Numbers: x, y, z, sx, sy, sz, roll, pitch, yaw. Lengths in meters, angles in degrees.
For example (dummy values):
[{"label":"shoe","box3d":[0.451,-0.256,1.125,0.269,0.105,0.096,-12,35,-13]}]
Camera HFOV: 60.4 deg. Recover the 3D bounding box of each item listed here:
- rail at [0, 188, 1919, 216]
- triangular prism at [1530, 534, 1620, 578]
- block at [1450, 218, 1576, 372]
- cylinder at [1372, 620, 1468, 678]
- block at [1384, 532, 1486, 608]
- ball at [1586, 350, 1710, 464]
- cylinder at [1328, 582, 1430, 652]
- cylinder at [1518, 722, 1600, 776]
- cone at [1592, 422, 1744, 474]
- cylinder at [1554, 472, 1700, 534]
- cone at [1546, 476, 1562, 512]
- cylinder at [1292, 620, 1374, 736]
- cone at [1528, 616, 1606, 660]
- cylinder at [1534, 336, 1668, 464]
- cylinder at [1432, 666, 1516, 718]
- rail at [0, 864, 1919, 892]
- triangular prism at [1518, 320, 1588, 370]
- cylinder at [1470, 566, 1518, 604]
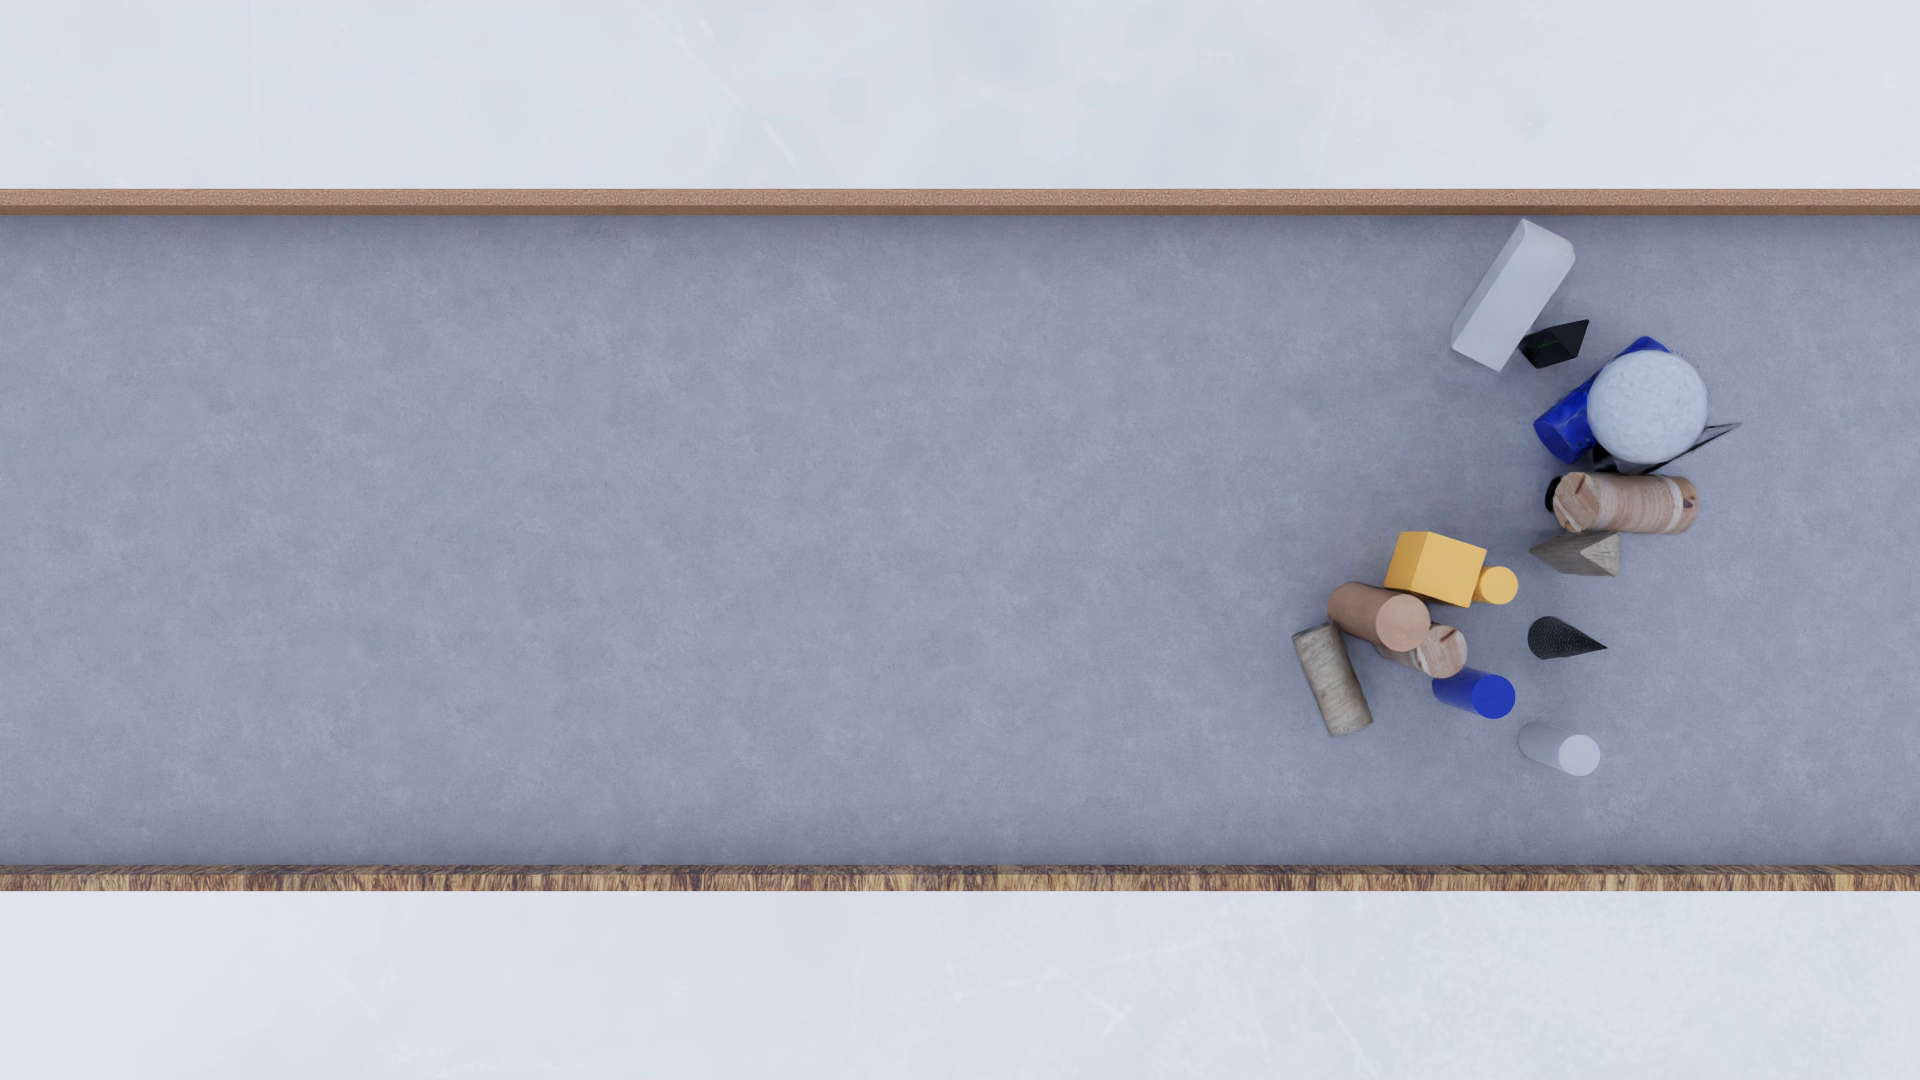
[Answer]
[{"label":"rail","box3d":[-2.247,-1.025,5.002,12.000,0.150,0.050,0,90,0]},{"label":"triangular prism","box3d":[1.836,0.025,4.871,0.125,0.411,0.108,34,90,0]},{"label":"block","box3d":[1.638,-0.726,4.903,0.161,0.161,0.395,27,122,0]},{"label":"cylinder","box3d":[1.361,0.308,4.897,0.153,0.340,0.153,-1,94,-7]},{"label":"block","box3d":[1.414,0.086,4.925,0.178,0.303,0.178,18,90,0]},{"label":"ball","box3d":[1.975,-0.381,4.739,0.330,0.330,0.330,0,90,0]},{"label":"cylinder","box3d":[1.231,0.222,4.872,0.163,0.388,0.163,-1,94,-8]},{"label":"cylinder","box3d":[1.780,0.618,4.908,0.119,0.337,0.119,0,90,0]},{"label":"cone","box3d":[2.106,-0.281,4.862,0.161,0.431,0.161,14,67,-35]},{"label":"cylinder","box3d":[1.968,-0.108,4.870,0.402,0.176,0.176,1,90,-26]},{"label":"cone","box3d":[1.987,-0.101,5.049,0.363,0.111,0.111,12,90,-9]},{"label":"cylinder","box3d":[1.129,0.420,5.003,0.139,0.139,0.320,-21,89,0]},{"label":"cone","box3d":[1.816,0.303,4.848,0.138,0.456,0.138,0,90,0]},{"label":"cylinder","box3d":[1.956,-0.422,4.987,0.409,0.172,0.172,-38,90,-1]},{"label":"cylinder","box3d":[1.515,0.446,4.881,0.126,0.392,0.126,0,90,0]},{"label":"rail","box3d":[-2.247,1.025,5.001,12.000,0.150,0.050,0,90,0]},{"label":"triangular prism","box3d":[1.778,-0.602,4.919,0.101,0.315,0.116,-42,90,0]},{"label":"cylinder","box3d":[1.552,0.131,4.915,0.109,0.322,0.109,0,90,-1]}]
